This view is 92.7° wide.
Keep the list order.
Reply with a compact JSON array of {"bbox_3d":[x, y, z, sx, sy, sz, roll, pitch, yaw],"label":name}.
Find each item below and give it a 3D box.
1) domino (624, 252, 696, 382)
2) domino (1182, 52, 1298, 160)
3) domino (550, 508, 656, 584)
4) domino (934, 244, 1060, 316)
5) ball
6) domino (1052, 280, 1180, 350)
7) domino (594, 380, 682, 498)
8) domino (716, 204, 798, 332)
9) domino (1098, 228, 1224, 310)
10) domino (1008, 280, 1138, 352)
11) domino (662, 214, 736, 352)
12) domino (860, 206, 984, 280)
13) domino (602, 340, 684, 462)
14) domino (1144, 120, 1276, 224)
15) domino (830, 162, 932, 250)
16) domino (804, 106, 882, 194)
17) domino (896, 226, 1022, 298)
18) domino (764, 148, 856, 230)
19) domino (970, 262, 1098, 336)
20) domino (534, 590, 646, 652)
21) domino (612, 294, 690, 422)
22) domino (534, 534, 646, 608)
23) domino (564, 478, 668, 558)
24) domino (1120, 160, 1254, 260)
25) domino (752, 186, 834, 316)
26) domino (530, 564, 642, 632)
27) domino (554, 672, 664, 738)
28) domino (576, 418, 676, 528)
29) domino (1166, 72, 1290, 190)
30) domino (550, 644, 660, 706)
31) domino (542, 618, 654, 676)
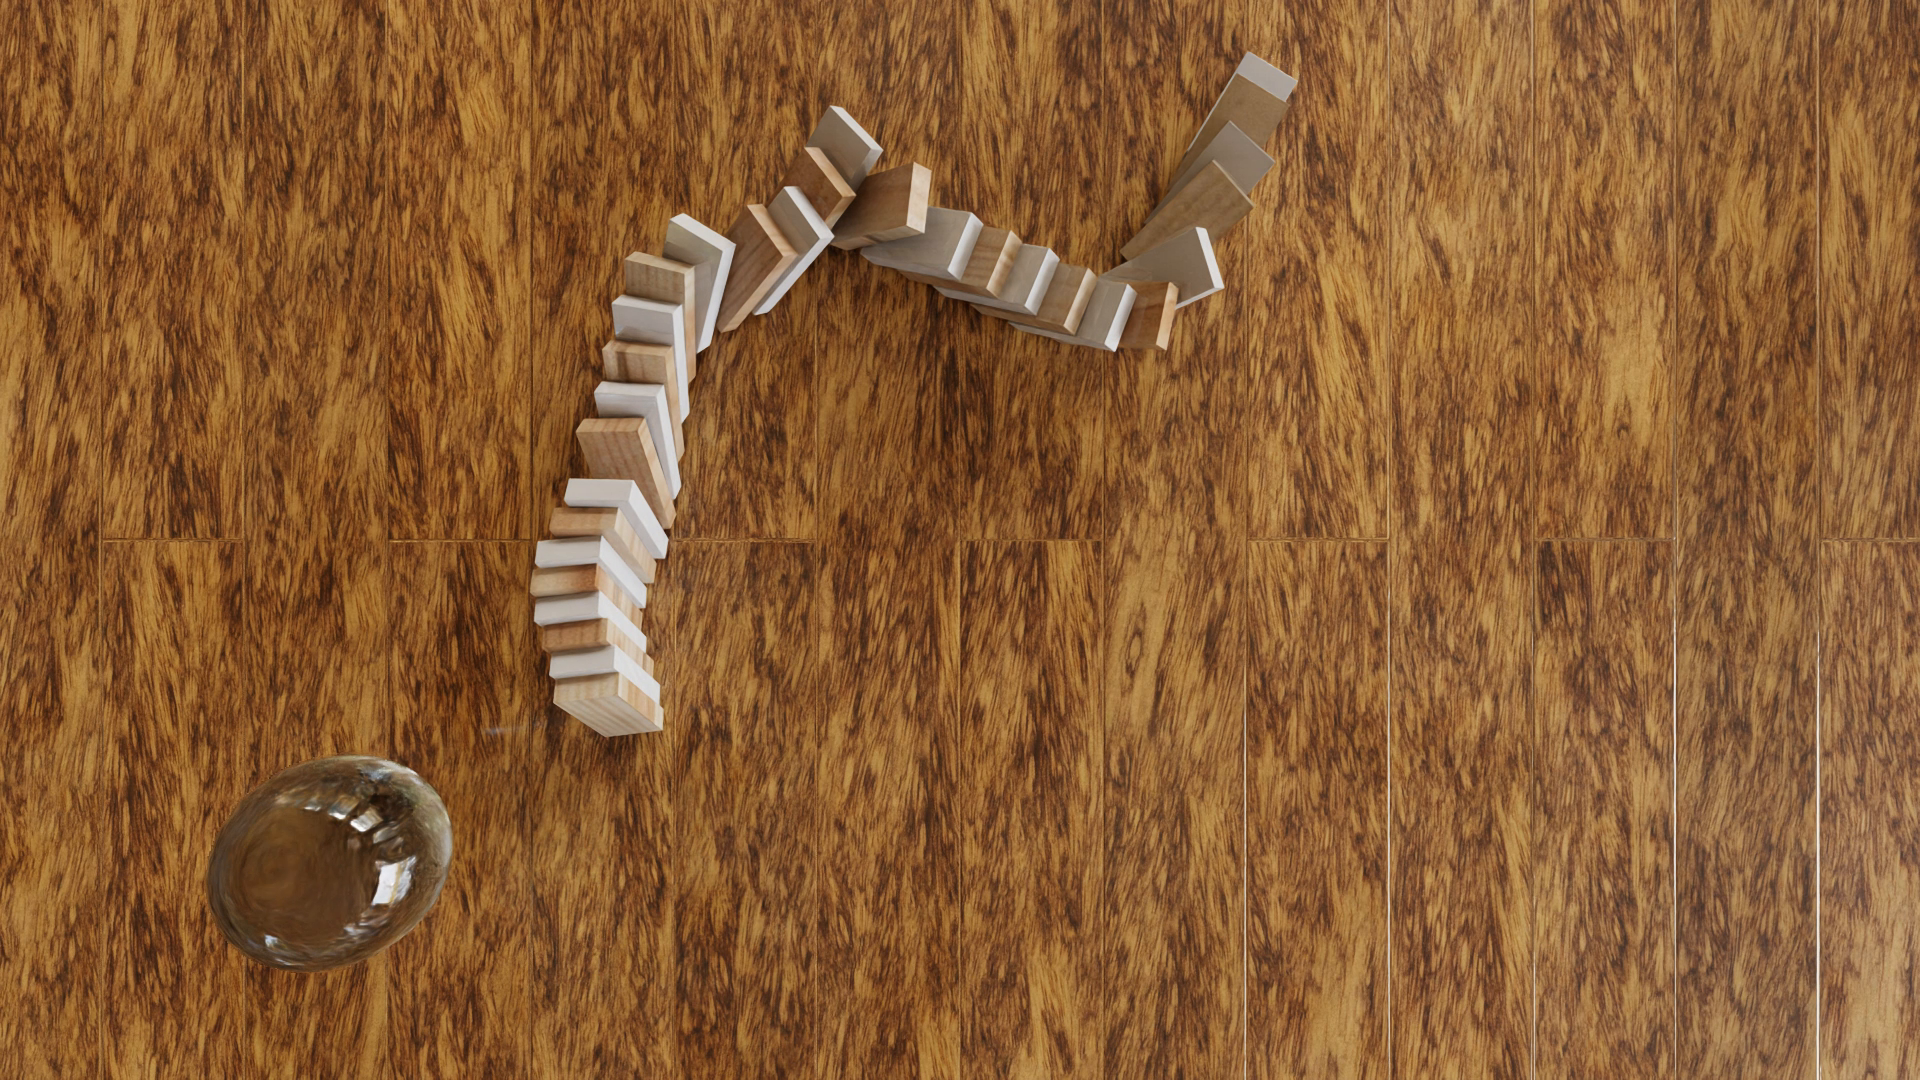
[{"bbox_3d":[-0.124,-0.091,0.381,0.025,0.010,0.050,14,127,3],"label":"domino"},{"bbox_3d":[0.120,-0.181,0.395,0.025,0.010,0.050,31,90,0],"label":"domino"},{"bbox_3d":[-0.145,0.003,0.376,0.025,0.050,0.009,0,63,0],"label":"domino"},{"bbox_3d":[0.014,-0.111,0.382,0.050,0.010,0.025,23,90,36],"label":"domino"},{"bbox_3d":[-0.244,0.125,0.360,0.080,0.080,0.080,0,90,0],"label":"ball"},{"bbox_3d":[0.064,-0.094,0.381,0.050,0.010,0.025,13,93,37],"label":"domino"},{"bbox_3d":[-0.133,-0.041,0.381,0.025,0.010,0.050,4,129,0],"label":"domino"},{"bbox_3d":[-0.091,-0.112,0.381,0.050,0.009,0.025,-36,90,37],"label":"domino"},{"bbox_3d":[0.081,-0.106,0.380,0.050,0.009,0.025,-17,90,40],"label":"domino"},{"bbox_3d":[0.046,-0.096,0.381,0.050,0.010,0.025,23,93,36],"label":"domino"},{"bbox_3d":[-0.112,-0.106,0.380,0.025,0.010,0.050,31,129,2],"label":"domino"},{"bbox_3d":[-0.017,-0.125,0.382,0.050,0.009,0.025,22,90,35],"label":"domino"},{"bbox_3d":[-0.131,-0.057,0.381,0.025,0.009,0.050,6,127,0],"label":"domino"},{"bbox_3d":[0.103,-0.145,0.382,0.025,0.010,0.050,40,122,-3],"label":"domino"},{"bbox_3d":[-0.034,-0.137,0.379,0.050,0.009,0.025,7,90,45],"label":"domino"},{"bbox_3d":[-0.056,-0.151,0.382,0.025,0.010,0.050,47,121,5],"label":"domino"},{"bbox_3d":[-0.001,-0.118,0.382,0.050,0.009,0.025,23,90,35],"label":"domino"},{"bbox_3d":[-0.067,-0.134,0.381,0.050,0.009,0.025,-39,88,37],"label":"domino"},{"bbox_3d":[0.030,-0.103,0.381,0.050,0.009,0.025,24,91,36],"label":"domino"},{"bbox_3d":[-0.150,0.037,0.376,0.025,0.050,0.010,-7,63,0],"label":"domino"},{"bbox_3d":[-0.128,-0.074,0.381,0.025,0.009,0.050,10,127,2],"label":"domino"},{"bbox_3d":[-0.150,0.015,0.376,0.025,0.050,0.010,-6,63,0],"label":"domino"},{"bbox_3d":[-0.140,-0.008,0.376,0.025,0.050,0.009,1,63,0],"label":"domino"},{"bbox_3d":[0.094,-0.130,0.382,0.025,0.010,0.050,46,121,-6],"label":"domino"},{"bbox_3d":[-0.077,-0.120,0.381,0.050,0.010,0.025,-35,90,37],"label":"domino"},{"bbox_3d":[-0.152,0.026,0.376,0.025,0.050,0.010,-6,63,0],"label":"domino"},{"bbox_3d":[-0.143,0.068,0.376,0.025,0.050,0.009,-7,63,0],"label":"domino"},{"bbox_3d":[-0.137,-0.027,0.379,0.025,0.010,0.050,-1,131,4],"label":"domino"},{"bbox_3d":[0.111,-0.163,0.382,0.025,0.010,0.050,32,122,0],"label":"domino"},{"bbox_3d":[-0.144,0.058,0.376,0.025,0.050,0.009,-7,63,0],"label":"domino"},{"bbox_3d":[-0.147,0.047,0.376,0.025,0.050,0.009,-7,63,0],"label":"domino"}]
